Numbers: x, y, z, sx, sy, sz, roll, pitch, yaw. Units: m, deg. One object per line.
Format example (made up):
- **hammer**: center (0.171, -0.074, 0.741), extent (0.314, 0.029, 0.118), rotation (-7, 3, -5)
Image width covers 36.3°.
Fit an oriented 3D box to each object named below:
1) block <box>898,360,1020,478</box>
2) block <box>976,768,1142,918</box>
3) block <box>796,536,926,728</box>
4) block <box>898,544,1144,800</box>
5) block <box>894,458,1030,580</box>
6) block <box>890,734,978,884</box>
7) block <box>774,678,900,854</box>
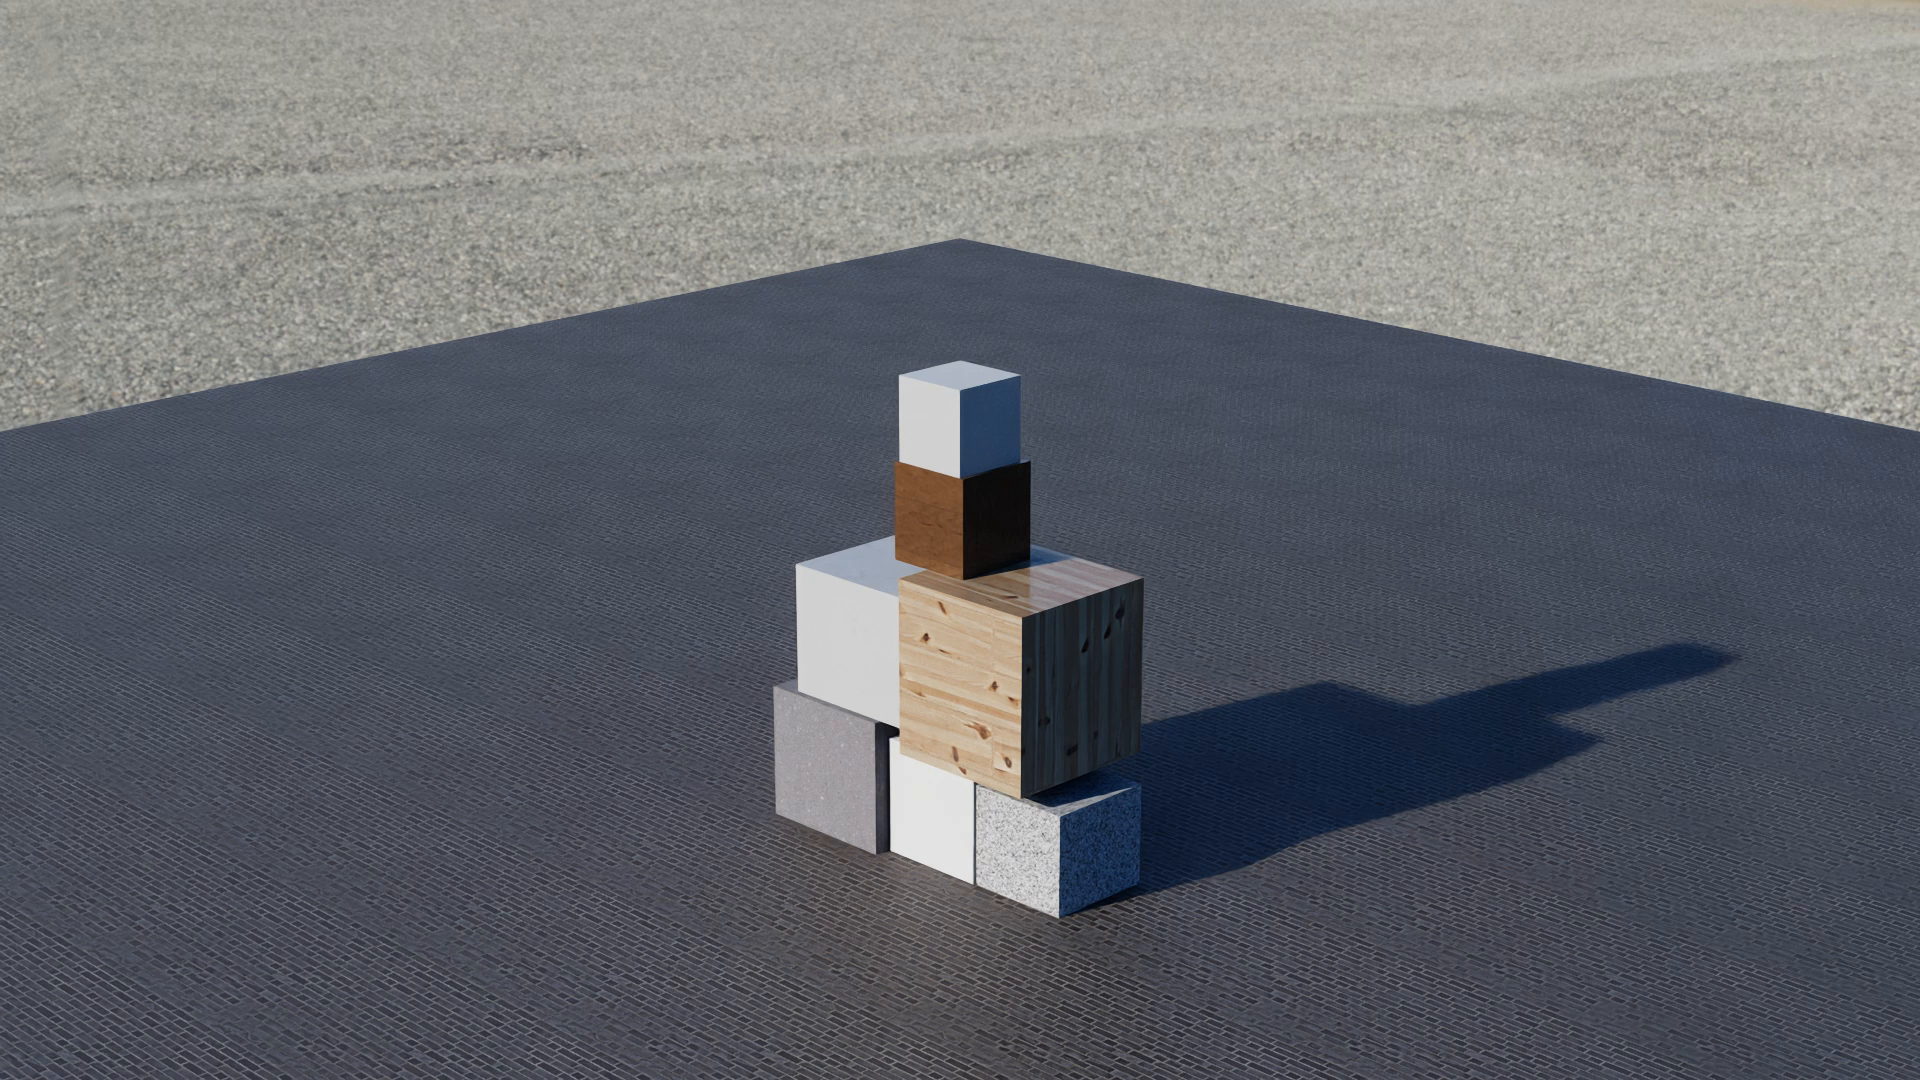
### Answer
- **block**: center (0.000, -0.546, 13.170), extent (0.387, 0.401, 0.384), rotation (-17, 24, -42)
- **block**: center (0.446, 1.335, 13.287), extent (0.537, 0.486, 0.515), rotation (-17, 24, -42)
- **block**: center (-0.278, 0.425, 13.757), extent (0.637, 0.633, 0.743), rotation (-17, 24, -42)
- **block**: center (0.275, 0.571, 13.251), extent (0.790, 0.840, 0.764), rotation (-17, 24, -42)
- **block**: center (0.012, -0.135, 13.312), extent (0.435, 0.469, 0.437), rotation (-17, 24, -42)
- **block**: center (0.057, 1.185, 13.635), extent (0.539, 0.562, 0.549), rotation (-17, 24, -42)
- **block**: center (-0.385, 1.005, 14.056), extent (0.720, 0.654, 0.702), rotation (-17, 24, -42)
